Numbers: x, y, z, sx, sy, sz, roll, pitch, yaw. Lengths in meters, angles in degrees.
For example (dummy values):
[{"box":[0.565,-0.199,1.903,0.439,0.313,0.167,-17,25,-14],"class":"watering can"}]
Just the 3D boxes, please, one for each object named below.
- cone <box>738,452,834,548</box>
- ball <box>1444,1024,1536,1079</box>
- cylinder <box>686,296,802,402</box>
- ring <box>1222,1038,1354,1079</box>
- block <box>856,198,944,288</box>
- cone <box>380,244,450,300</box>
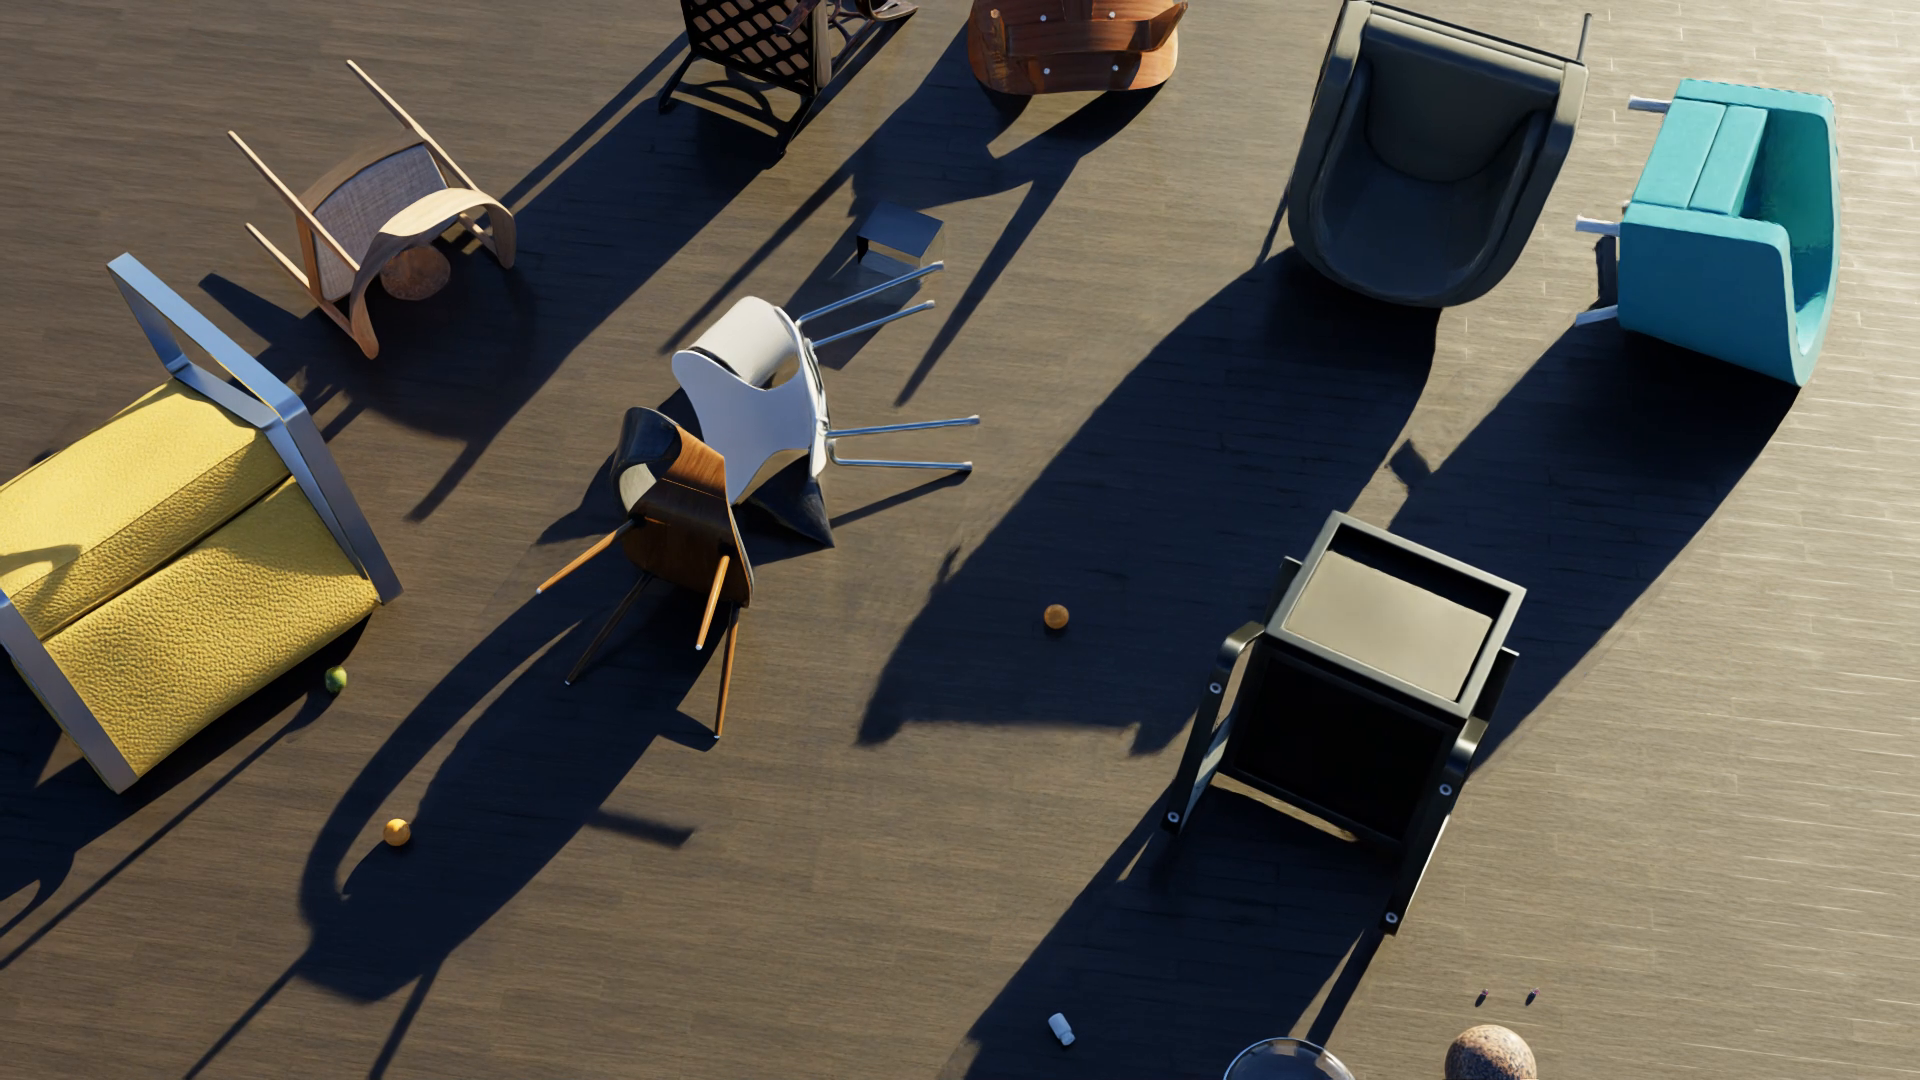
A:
[{"box":[-0.464,-0.076,6.588,0.297,0.123,0.277,-38,77,-18],"class":"cone"},{"box":[1.336,1.337,5.540,0.227,0.227,0.227,0,56,0],"class":"ball"},{"box":[-0.673,-0.594,6.845,0.255,0.211,0.253,29,61,27],"class":"cylinder"},{"box":[0.838,1.442,5.540,0.370,0.113,0.397,-23,58,-15],"class":"ring"},{"box":[-0.191,-0.963,7.134,0.229,0.143,0.174,22,59,14],"class":"block"},{"box":[-1.741,-0.912,7.134,0.242,0.172,0.223,-21,30,14],"class":"cone"}]
